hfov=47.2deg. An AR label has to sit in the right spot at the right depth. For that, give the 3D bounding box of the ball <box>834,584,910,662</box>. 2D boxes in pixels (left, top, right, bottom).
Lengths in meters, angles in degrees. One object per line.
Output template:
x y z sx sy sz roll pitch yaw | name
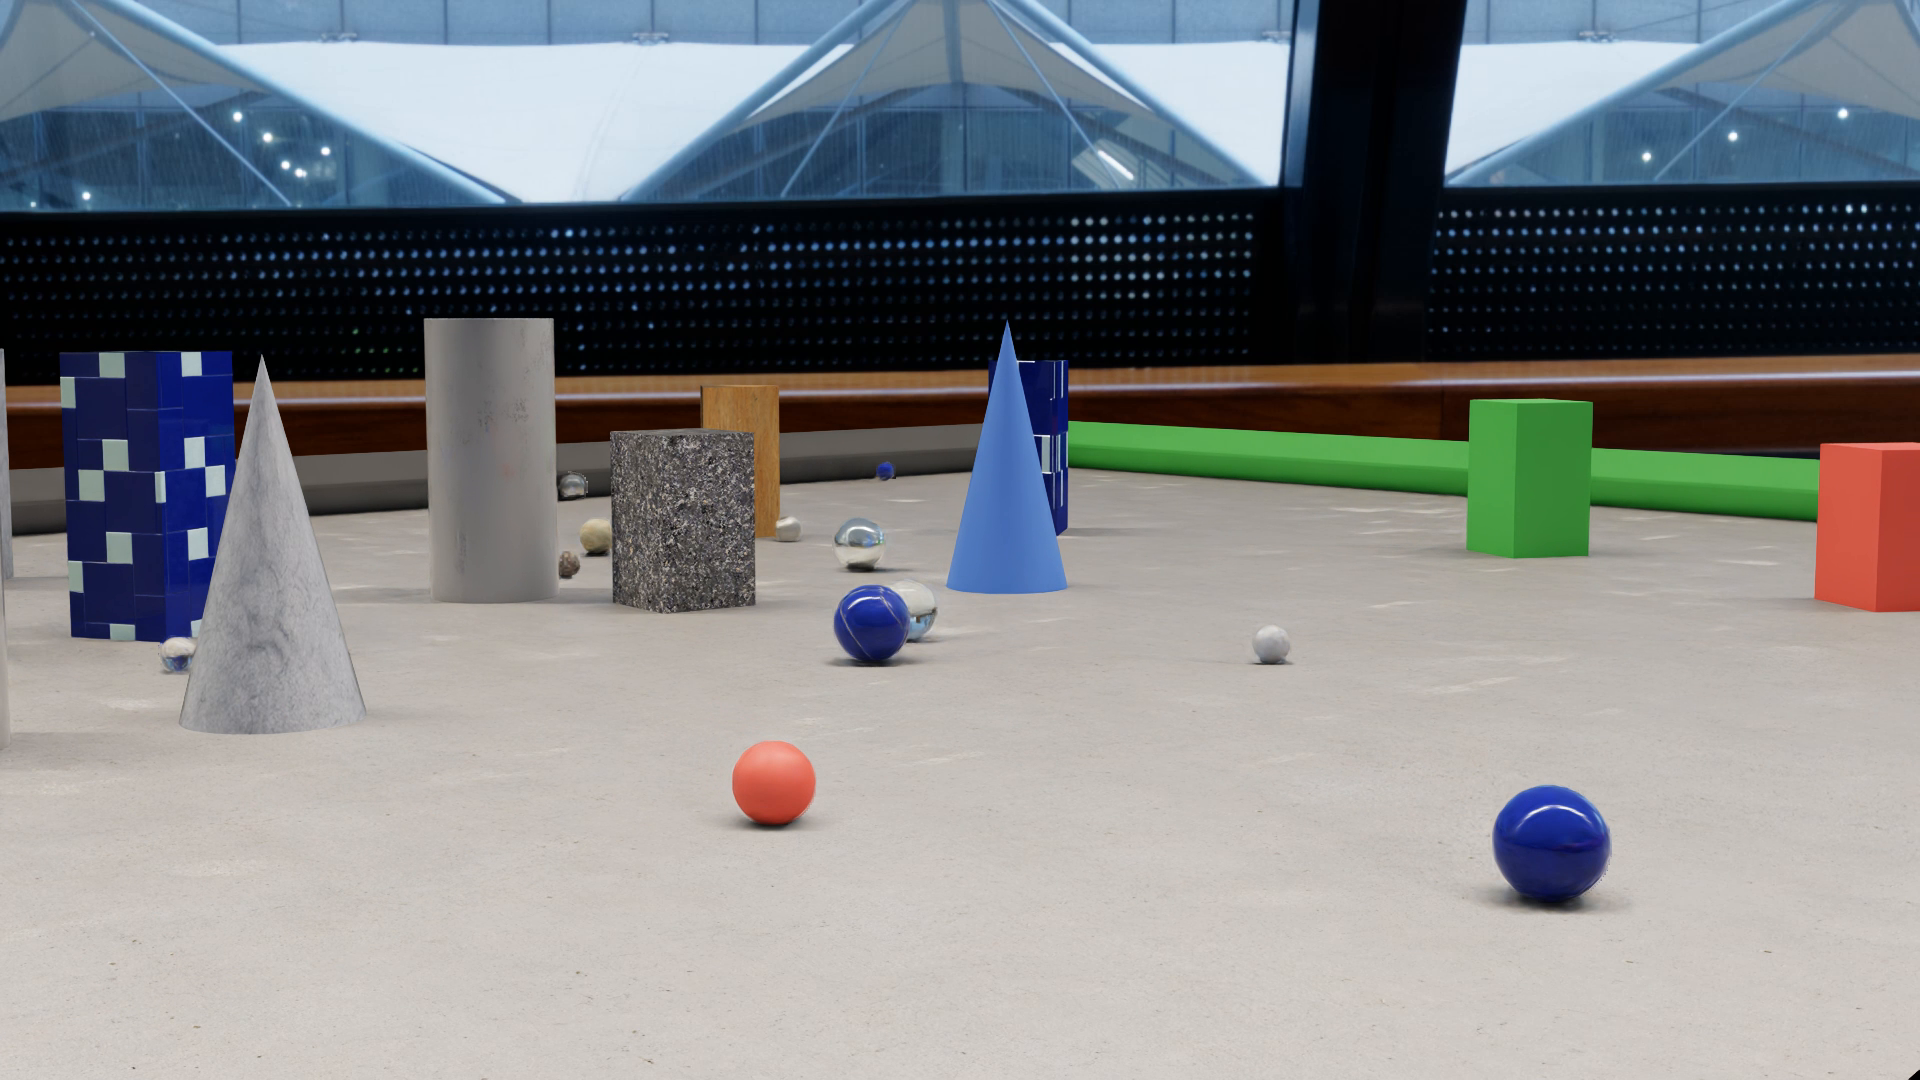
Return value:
-0.112 0.105 2.795 0.099 0.099 0.099 0 6 0 | ball

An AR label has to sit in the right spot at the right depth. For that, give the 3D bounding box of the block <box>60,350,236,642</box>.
-1.115 -0.065 3.036 0.158 0.388 0.158 2 6 19 | block

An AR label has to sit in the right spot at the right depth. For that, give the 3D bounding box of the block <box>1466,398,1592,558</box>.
1.045 -0.116 4.041 0.158 0.279 0.158 -2 6 -18 | block

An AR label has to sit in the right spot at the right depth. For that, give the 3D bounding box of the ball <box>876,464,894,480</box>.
-0.196 -0.178 5.761 0.046 0.046 0.046 0 6 0 | ball

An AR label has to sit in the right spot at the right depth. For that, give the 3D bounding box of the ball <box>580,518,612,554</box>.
-0.663 -0.006 4.024 0.065 0.065 0.065 0 6 0 | ball

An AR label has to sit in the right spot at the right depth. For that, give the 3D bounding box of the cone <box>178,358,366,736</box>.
-0.752 -0.003 2.391 0.197 0.398 0.197 0 6 0 | cone

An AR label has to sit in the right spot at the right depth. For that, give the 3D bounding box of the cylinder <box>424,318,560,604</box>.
-0.728 -0.128 3.424 0.197 0.432 0.197 0 6 0 | cylinder

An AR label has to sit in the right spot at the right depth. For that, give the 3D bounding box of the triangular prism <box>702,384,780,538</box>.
-0.469 -0.157 4.350 0.171 0.297 0.148 -5 8 -38 | triangular prism

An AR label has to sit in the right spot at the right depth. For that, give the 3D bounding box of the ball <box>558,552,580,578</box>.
-0.657 0.041 3.674 0.043 0.043 0.043 0 6 0 | ball

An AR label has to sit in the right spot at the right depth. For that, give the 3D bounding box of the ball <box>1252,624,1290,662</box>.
0.395 0.132 2.786 0.048 0.048 0.048 0 6 0 | ball

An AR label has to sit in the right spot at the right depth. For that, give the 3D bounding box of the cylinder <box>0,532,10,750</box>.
-1.072 0.032 2.217 0.197 0.365 0.197 0 6 0 | cylinder

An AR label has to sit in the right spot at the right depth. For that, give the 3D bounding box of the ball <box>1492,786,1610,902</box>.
0.446 0.229 1.663 0.087 0.087 0.087 0 6 0 | ball

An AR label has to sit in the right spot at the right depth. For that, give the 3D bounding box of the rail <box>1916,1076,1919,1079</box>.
1.367 0.187 1.858 4.483 0.128 0.045 -5 8 -42 | rail

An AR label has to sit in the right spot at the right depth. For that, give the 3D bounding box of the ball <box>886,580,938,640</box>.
-0.071 0.094 2.979 0.082 0.082 0.082 0 6 0 | ball

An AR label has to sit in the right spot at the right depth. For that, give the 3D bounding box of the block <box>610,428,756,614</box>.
-0.420 -0.033 3.333 0.158 0.262 0.158 -4 7 -37 | block

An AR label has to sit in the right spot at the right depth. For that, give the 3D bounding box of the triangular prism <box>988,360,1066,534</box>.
0.170 -0.190 4.442 0.171 0.344 0.148 5 8 40 | triangular prism

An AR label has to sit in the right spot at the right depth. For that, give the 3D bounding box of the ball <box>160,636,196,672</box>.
-0.967 0.141 2.719 0.044 0.044 0.044 0 6 0 | ball

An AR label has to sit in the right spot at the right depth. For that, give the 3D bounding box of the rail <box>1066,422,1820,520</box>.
1.630 -0.123 4.828 0.045 0.128 4.079 -5 8 -42 | rail

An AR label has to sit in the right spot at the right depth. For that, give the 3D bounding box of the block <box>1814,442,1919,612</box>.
1.416 -0.022 3.332 0.158 0.240 0.158 -1 6 -11 | block

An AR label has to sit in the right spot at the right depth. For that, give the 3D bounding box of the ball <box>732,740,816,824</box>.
-0.162 0.210 1.912 0.073 0.073 0.073 0 6 0 | ball

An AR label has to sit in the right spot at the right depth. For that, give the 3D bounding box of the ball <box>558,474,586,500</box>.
-0.912 -0.125 5.173 0.062 0.062 0.062 0 6 0 | ball

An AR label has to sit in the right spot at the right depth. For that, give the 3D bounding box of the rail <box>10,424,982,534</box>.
-1.367 -0.121 4.805 4.483 0.128 0.045 -5 8 -42 | rail

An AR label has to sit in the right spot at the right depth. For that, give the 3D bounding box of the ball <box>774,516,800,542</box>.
-0.333 -0.022 4.247 0.051 0.051 0.051 0 6 0 | ball

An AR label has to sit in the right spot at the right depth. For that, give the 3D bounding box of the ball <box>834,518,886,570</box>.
-0.173 0.007 3.780 0.089 0.089 0.089 0 6 0 | ball

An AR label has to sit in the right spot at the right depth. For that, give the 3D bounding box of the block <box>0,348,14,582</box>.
-1.650 -0.118 3.576 0.158 0.381 0.158 -1 6 -10 | block

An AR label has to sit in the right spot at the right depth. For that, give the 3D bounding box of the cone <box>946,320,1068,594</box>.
0.076 -0.139 3.538 0.197 0.431 0.197 0 6 0 | cone
